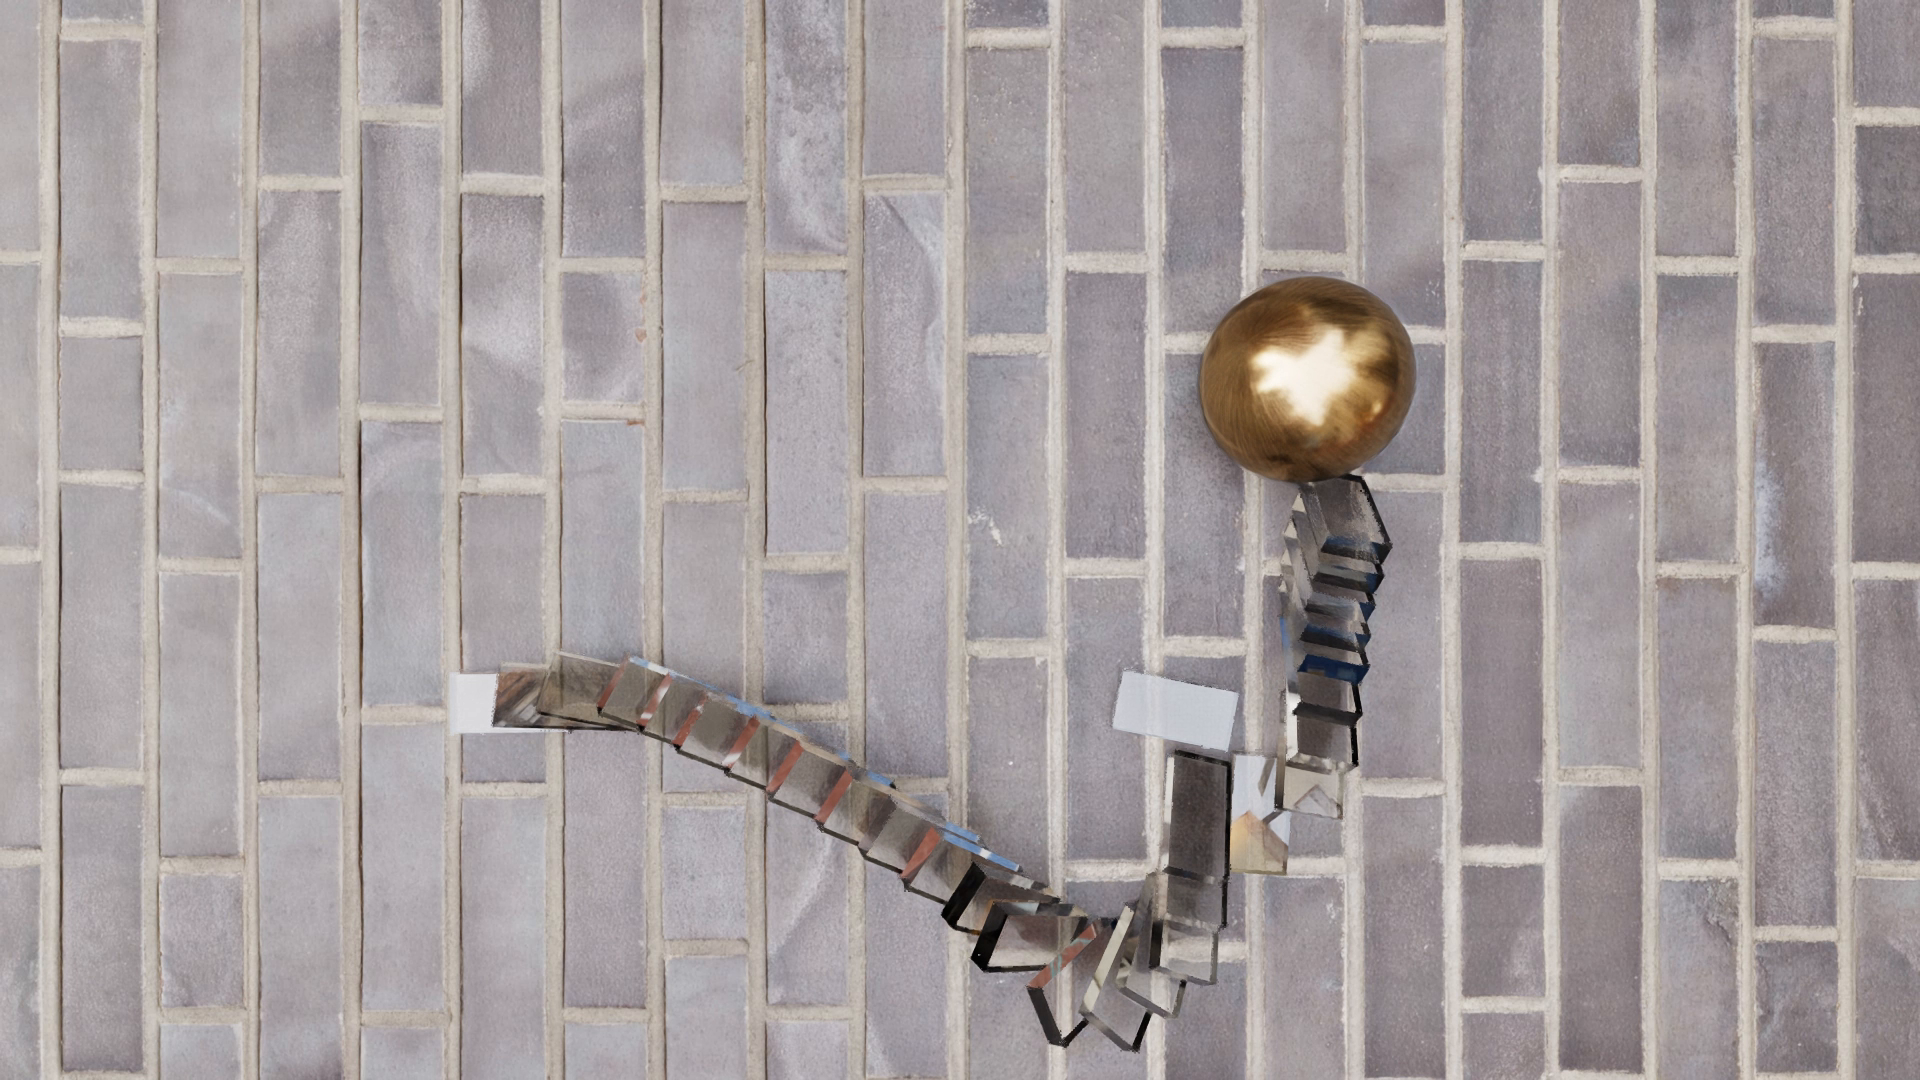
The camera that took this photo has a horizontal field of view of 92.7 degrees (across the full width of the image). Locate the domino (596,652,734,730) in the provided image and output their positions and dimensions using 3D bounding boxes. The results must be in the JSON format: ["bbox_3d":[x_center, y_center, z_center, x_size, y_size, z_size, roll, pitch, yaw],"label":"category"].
[{"bbox_3d":[-0.122,0.069,0.383,0.050,0.010,0.025,30,90,-30],"label":"domino"}]

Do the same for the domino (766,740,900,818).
[{"bbox_3d":[-0.053,0.105,0.384,0.050,0.009,0.025,33,90,-29],"label":"domino"}]

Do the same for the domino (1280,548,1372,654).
[{"bbox_3d":[0.149,0.024,0.377,0.025,0.050,0.010,12,127,0],"label":"domino"}]

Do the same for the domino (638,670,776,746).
[{"bbox_3d":[-0.105,0.076,0.383,0.050,0.010,0.025,31,89,-32],"label":"domino"}]

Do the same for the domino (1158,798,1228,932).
[{"bbox_3d":[0.098,0.133,0.381,0.025,0.009,0.050,14,55,-2],"label":"domino"}]

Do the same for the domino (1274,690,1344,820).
[{"bbox_3d":[0.148,0.090,0.387,0.025,0.009,0.050,11,71,-1],"label":"domino"}]

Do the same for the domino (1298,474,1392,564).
[{"bbox_3d":[0.158,-0.011,0.377,0.025,0.050,0.009,12,127,0],"label":"domino"}]

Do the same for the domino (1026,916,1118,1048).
[{"bbox_3d":[0.051,0.182,0.380,0.050,0.010,0.025,-22,90,-41],"label":"domino"}]

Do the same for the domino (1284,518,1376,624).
[{"bbox_3d":[0.151,0.012,0.377,0.025,0.050,0.009,12,127,0],"label":"domino"}]

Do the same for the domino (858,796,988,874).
[{"bbox_3d":[-0.015,0.129,0.385,0.050,0.009,0.025,33,90,-27],"label":"domino"}]

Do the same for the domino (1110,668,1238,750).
[{"bbox_3d":[0.092,0.073,0.395,0.050,0.010,0.025,11,90,0],"label":"domino"}]

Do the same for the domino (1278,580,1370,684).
[{"bbox_3d":[0.149,0.036,0.377,0.025,0.050,0.010,12,127,0],"label":"domino"}]

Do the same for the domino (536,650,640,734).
[{"bbox_3d":[-0.147,0.065,0.384,0.050,0.010,0.025,18,85,-27],"label":"domino"}]

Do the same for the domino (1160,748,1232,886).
[{"bbox_3d":[0.099,0.115,0.382,0.025,0.010,0.050,13,55,0],"label":"domino"}]

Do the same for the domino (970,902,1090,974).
[{"bbox_3d":[0.030,0.165,0.380,0.050,0.010,0.025,20,93,-39],"label":"domino"}]

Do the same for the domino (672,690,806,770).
[{"bbox_3d":[-0.090,0.084,0.382,0.050,0.010,0.025,32,89,-32],"label":"domino"}]

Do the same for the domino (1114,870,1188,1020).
[{"bbox_3d":[0.084,0.167,0.381,0.025,0.009,0.050,31,53,-3],"label":"domino"}]

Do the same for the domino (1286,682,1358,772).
[{"bbox_3d":[0.151,0.069,0.383,0.025,0.010,0.050,12,57,0],"label":"domino"}]

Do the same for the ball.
[{"bbox_3d":[0.135,-0.062,0.360,0.080,0.080,0.080,0,90,0],"label":"ball"}]

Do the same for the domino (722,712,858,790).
[{"bbox_3d":[-0.071,0.094,0.383,0.050,0.010,0.025,33,90,-30],"label":"domino"}]

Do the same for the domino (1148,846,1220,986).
[{"bbox_3d":[0.094,0.154,0.380,0.025,0.010,0.050,20,55,-8],"label":"domino"}]

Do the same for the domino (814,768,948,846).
[{"bbox_3d":[-0.033,0.118,0.385,0.050,0.009,0.025,33,90,-26],"label":"domino"}]

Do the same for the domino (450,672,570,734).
[{"bbox_3d":[-0.192,0.070,0.395,0.050,0.009,0.025,-1,90,0],"label":"domino"}]

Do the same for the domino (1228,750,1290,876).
[{"bbox_3d":[0.128,0.117,0.395,0.025,0.009,0.050,4,90,0],"label":"domino"}]

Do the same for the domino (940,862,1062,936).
[{"bbox_3d":[0.018,0.152,0.381,0.050,0.009,0.025,33,90,-38],"label":"domino"}]

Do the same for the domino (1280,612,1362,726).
[{"bbox_3d":[0.149,0.051,0.379,0.025,0.009,0.050,12,46,0],"label":"domino"}]

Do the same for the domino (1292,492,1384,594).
[{"bbox_3d":[0.155,0.000,0.377,0.025,0.050,0.010,12,127,0],"label":"domino"}]

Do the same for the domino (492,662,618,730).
[{"bbox_3d":[-0.167,0.066,0.385,0.050,0.010,0.025,8,90,-26],"label":"domino"}]

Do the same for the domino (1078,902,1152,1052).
[{"bbox_3d":[0.071,0.180,0.380,0.025,0.010,0.050,42,52,-4],"label":"domino"}]

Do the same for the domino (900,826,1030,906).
[{"bbox_3d":[0.002,0.142,0.385,0.050,0.009,0.025,33,90,-26],"label":"domino"}]
